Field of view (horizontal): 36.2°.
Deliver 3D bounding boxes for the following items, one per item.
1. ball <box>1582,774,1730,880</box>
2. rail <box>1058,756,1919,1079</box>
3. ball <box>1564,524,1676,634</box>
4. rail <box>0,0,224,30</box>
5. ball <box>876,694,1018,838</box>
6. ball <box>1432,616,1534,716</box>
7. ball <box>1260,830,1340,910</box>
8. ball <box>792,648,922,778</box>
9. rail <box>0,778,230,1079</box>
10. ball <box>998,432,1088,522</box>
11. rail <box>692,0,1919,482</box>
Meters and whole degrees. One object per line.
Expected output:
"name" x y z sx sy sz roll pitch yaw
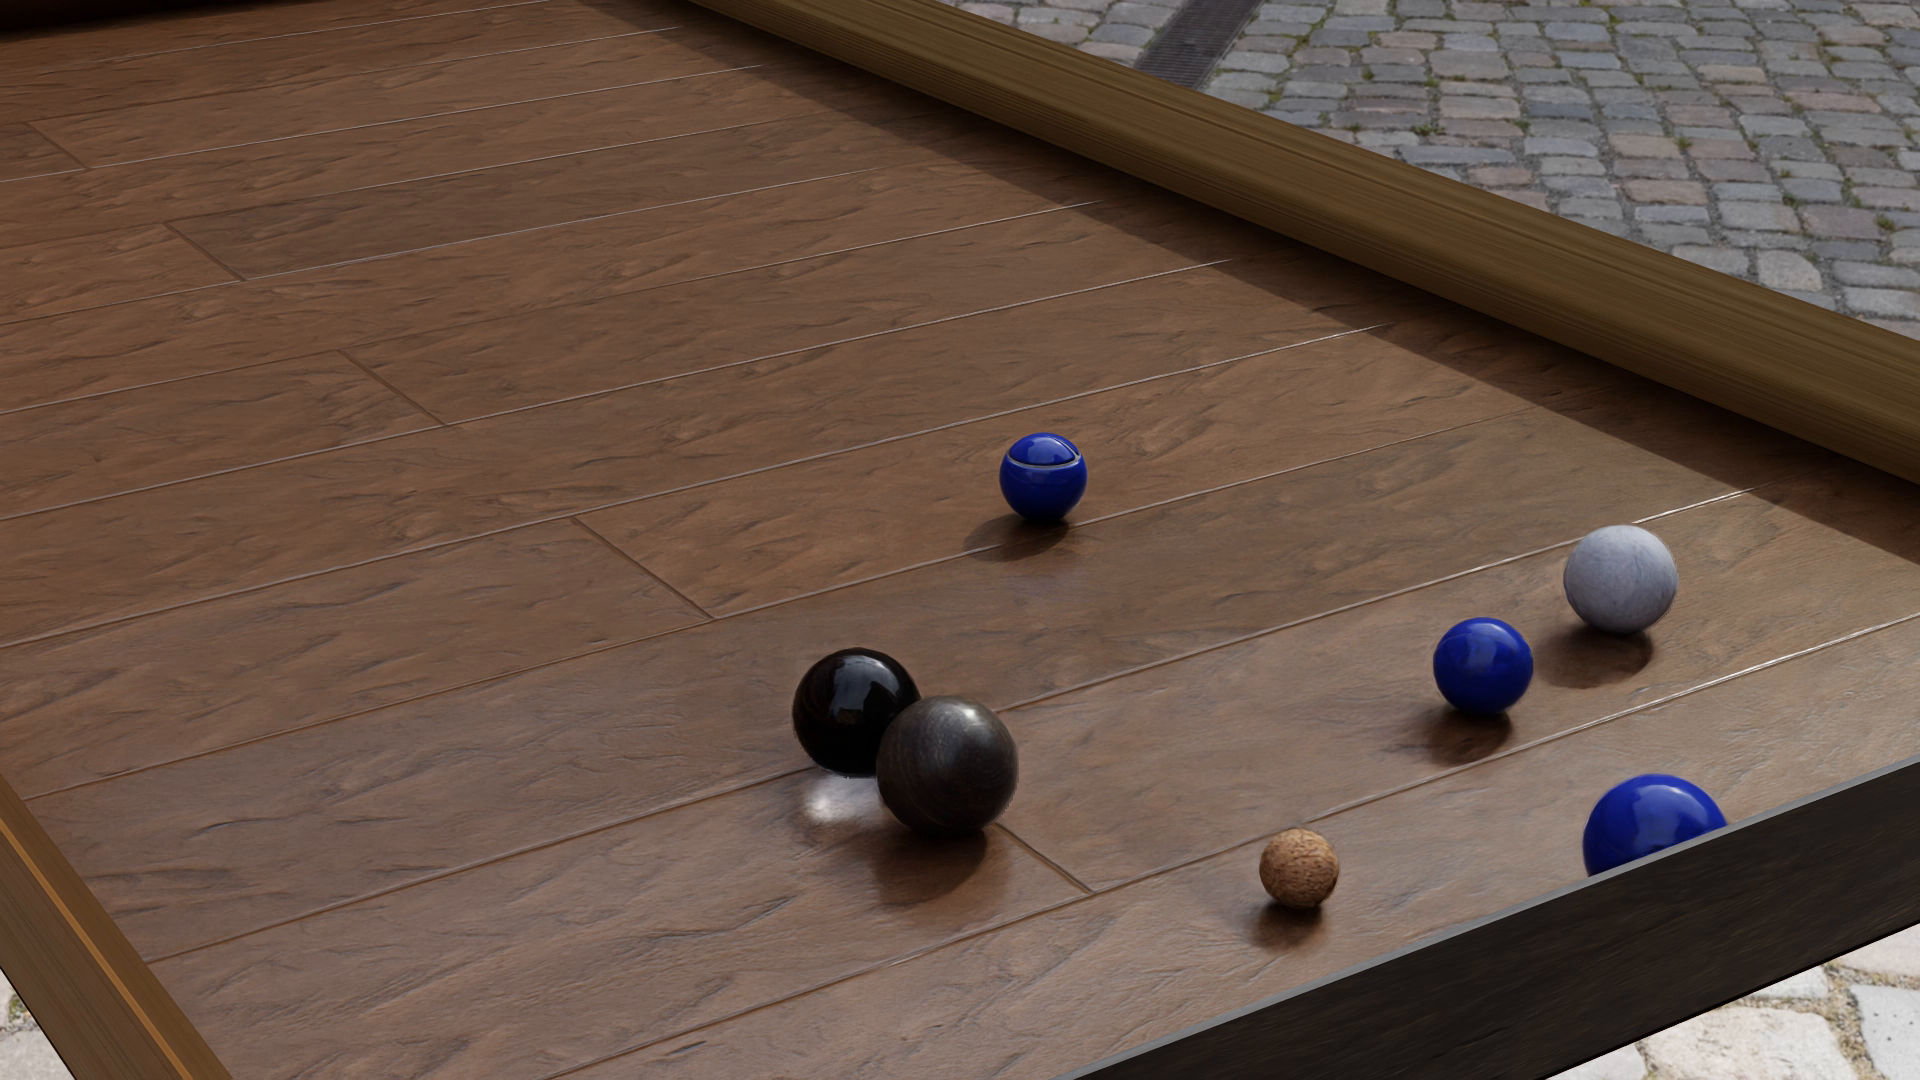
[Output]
"ball" 0.435 0.193 1.836 0.092 0.092 0.092 0 23 0
"rail" 0.406 0.222 1.726 1.609 0.122 0.045 -14 27 -30
"ball" 0.500 0.030 2.228 0.084 0.084 0.084 0 23 0
"rail" -1.244 -0.768 4.047 1.609 0.122 0.045 -14 27 -30
"ball" -0.009 0.149 1.936 0.094 0.094 0.094 0 23 0
"ball" 0.374 0.090 2.103 0.071 0.071 0.071 0 23 0
"ball" 0.214 0.208 1.855 0.050 0.050 0.050 0 23 0
"ball" -0.070 0.118 2.013 0.090 0.090 0.090 0 23 0
"rail" -1.073 -0.105 2.494 0.045 0.122 3.063 -14 27 -30
"ball" 0.069 -0.052 2.433 0.074 0.074 0.074 0 23 0
"rail" 0.234 -0.441 3.280 0.045 0.122 3.063 -14 27 -30
